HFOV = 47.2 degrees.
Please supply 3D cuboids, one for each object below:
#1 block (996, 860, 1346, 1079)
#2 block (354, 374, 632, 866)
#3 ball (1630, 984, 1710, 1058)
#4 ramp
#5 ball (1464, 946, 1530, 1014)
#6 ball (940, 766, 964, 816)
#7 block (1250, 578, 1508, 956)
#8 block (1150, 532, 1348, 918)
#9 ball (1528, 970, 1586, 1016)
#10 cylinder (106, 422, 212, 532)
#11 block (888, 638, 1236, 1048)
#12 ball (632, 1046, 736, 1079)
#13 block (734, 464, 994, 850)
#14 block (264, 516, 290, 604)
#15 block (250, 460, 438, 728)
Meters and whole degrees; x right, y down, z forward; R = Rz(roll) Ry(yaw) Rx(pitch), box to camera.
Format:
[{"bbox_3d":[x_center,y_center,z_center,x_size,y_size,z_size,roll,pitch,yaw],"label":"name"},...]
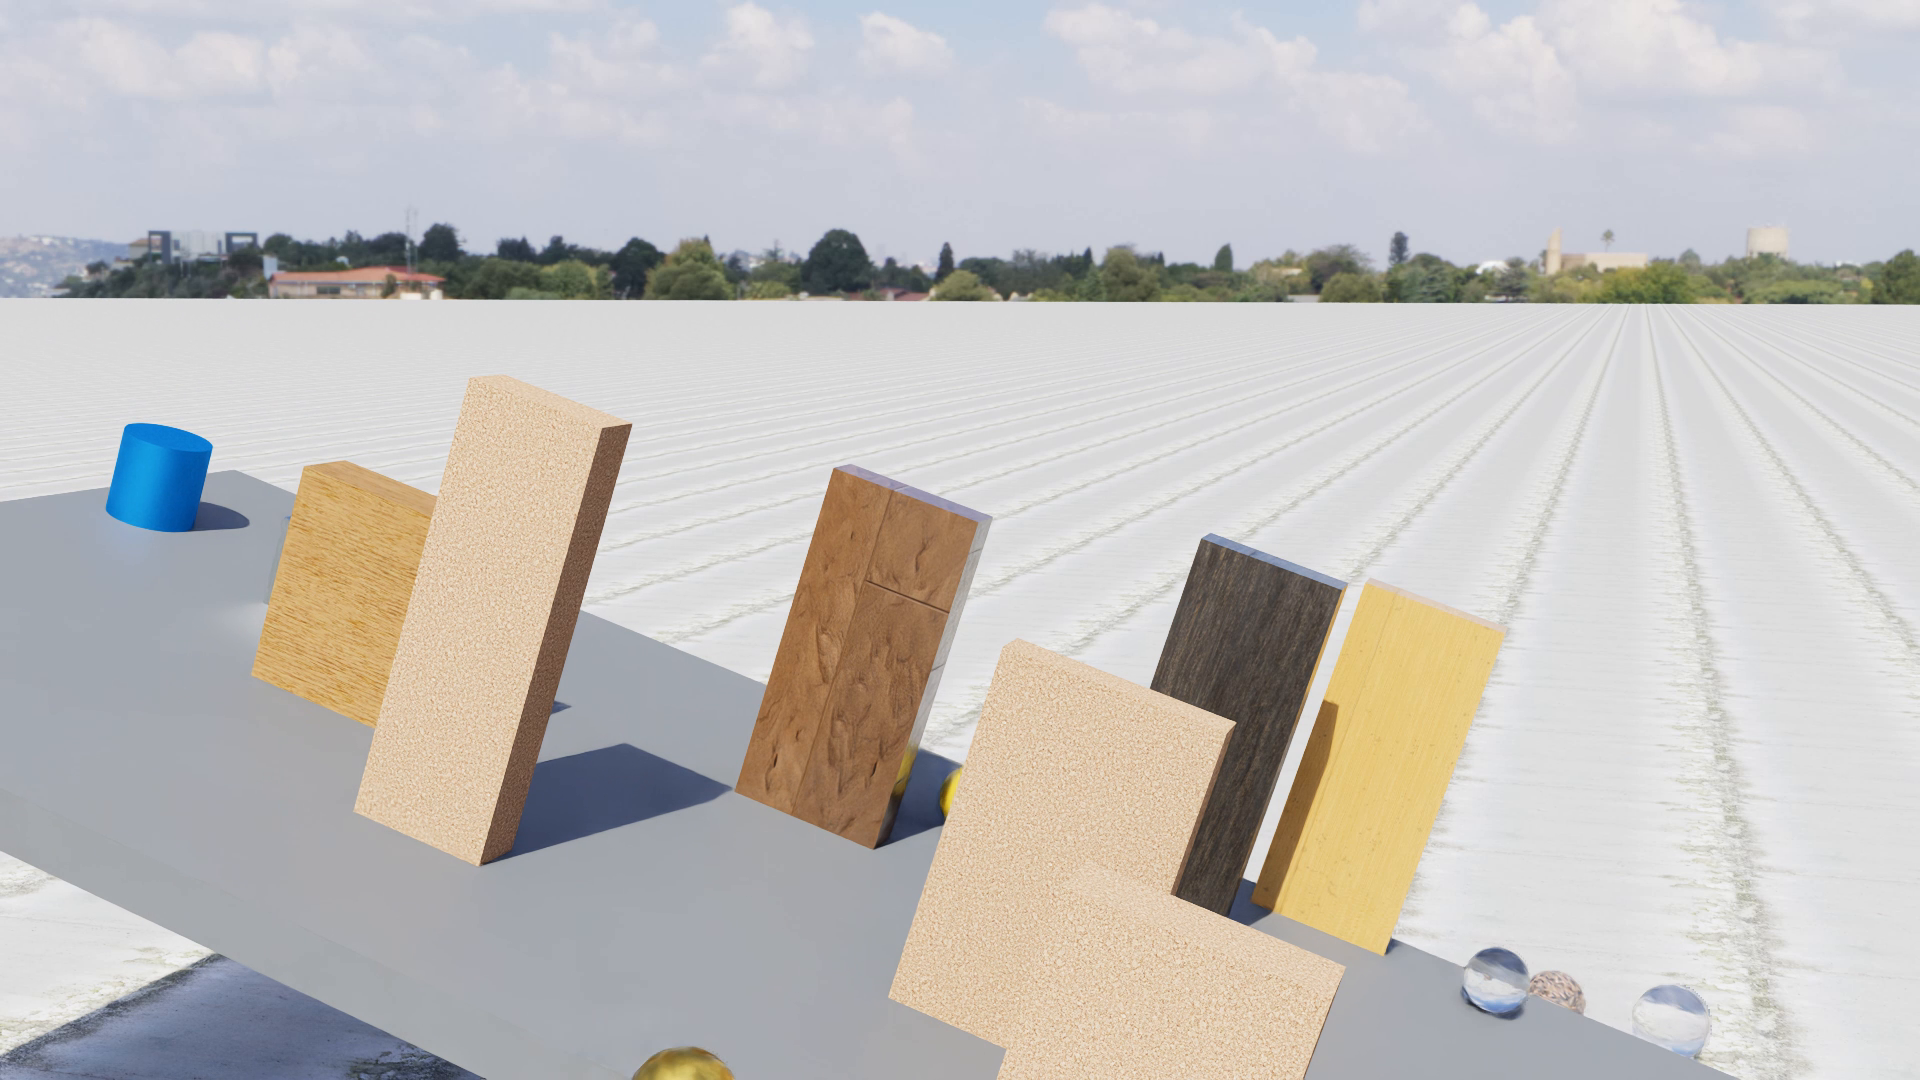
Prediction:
[{"bbox_3d":[0.262,0.778,3.098,0.392,0.519,0.143,21,12,14],"label":"block"},{"bbox_3d":[-0.805,0.138,3.776,0.255,0.799,0.116,21,12,14],"label":"block"},{"bbox_3d":[1.674,1.138,5.183,0.178,0.178,0.178,0,7,0],"label":"ball"},{"bbox_3d":[-0.354,0.666,4.224,4.000,0.100,2.000,21,12,14],"label":"ramp"},{"bbox_3d":[1.129,0.926,4.627,0.137,0.137,0.137,0,7,0],"label":"ball"},{"bbox_3d":[0.025,0.552,4.711,0.140,0.140,0.140,0,7,0],"label":"ball"},{"bbox_3d":[0.903,0.491,4.763,0.308,0.756,0.088,21,12,14],"label":"block"},{"bbox_3d":[0.514,0.409,4.488,0.297,0.789,0.103,21,12,14],"label":"block"},{"bbox_3d":[1.449,1.129,5.373,0.152,0.152,0.152,0,7,0],"label":"ball"},{"bbox_3d":[-1.833,-0.143,5.035,0.195,0.195,0.195,17,12,-4],"label":"cylinder"},{"bbox_3d":[0.166,0.543,3.702,0.395,0.653,0.090,21,12,14],"label":"block"},{"bbox_3d":[-0.393,0.800,3.117,0.163,0.163,0.163,0,7,0],"label":"ball"},{"bbox_3d":[-0.198,0.235,4.444,0.316,0.707,0.102,21,12,14],"label":"block"},{"bbox_3d":[-1.347,0.069,4.769,0.197,0.197,0.197,22,12,18],"label":"block"},{"bbox_3d":[-1.132,0.117,4.279,0.372,0.436,0.142,21,12,14],"label":"block"}]
